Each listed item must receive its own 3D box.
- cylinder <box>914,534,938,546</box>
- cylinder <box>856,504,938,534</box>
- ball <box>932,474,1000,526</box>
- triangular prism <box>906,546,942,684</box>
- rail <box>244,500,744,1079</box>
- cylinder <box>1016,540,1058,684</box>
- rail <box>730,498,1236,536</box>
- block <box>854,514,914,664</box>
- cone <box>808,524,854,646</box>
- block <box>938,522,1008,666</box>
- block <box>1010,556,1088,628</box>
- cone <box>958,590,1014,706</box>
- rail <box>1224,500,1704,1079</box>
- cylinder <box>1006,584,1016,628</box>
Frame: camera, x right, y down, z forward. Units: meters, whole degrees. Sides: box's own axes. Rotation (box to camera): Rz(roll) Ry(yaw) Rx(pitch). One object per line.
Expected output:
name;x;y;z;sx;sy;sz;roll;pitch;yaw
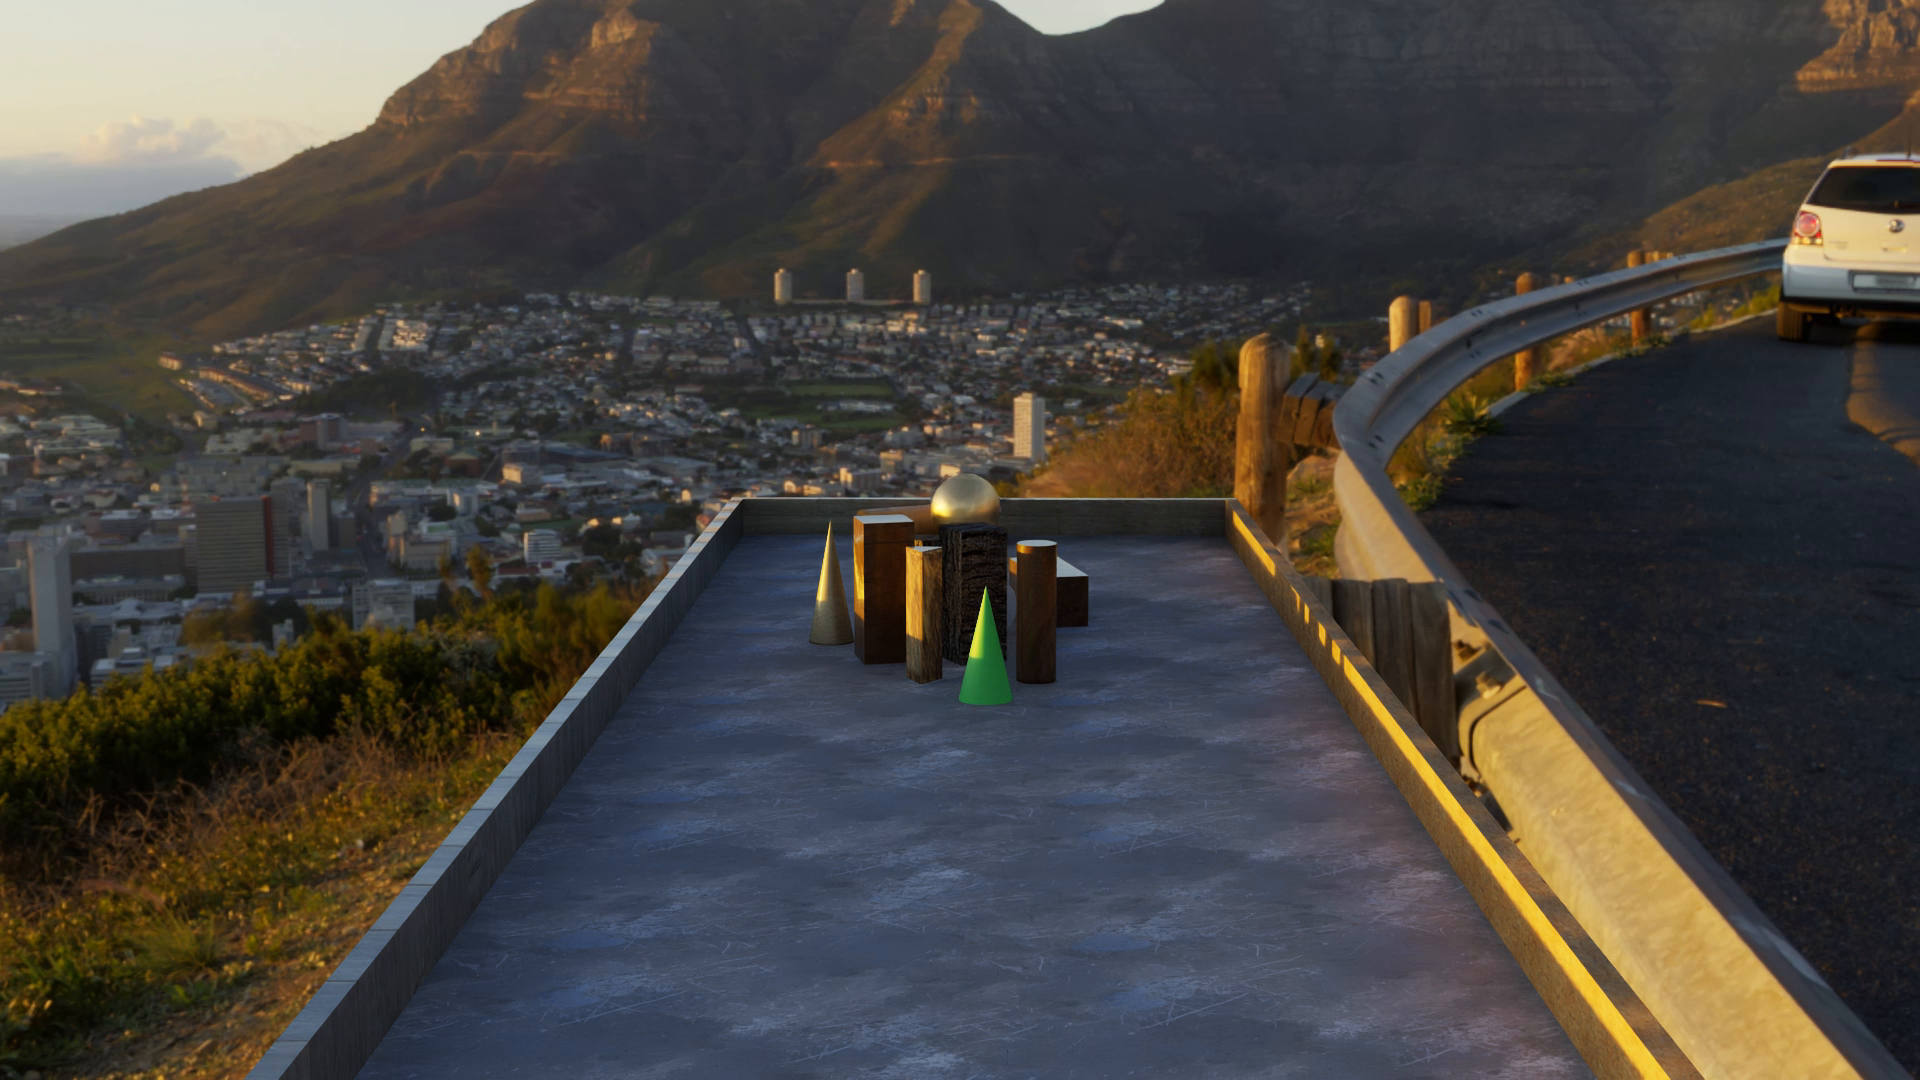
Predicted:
cylinder;-0.108;0.157;6.953;0.126;0.334;0.126;0;9;0
cylinder;-0.257;-0.067;8.994;0.318;0.137;0.137;-5;10;-27
ball;0.025;-0.130;8.928;0.282;0.282;0.282;0;9;0
triangular prism;-0.119;0.215;6.408;0.090;0.389;0.103;6;11;34
rail;-1.004;0.839;3.234;0.050;0.150;12.000;0;9;1
cylinder;0.223;0.209;6.397;0.116;0.405;0.116;0;9;0
rail;0.099;-0.098;9.147;2.100;0.150;0.050;0;9;1
block;-0.231;0.149;6.694;0.156;0.431;0.156;-2;9;-14
cone;-0.408;0.129;6.954;0.145;0.388;0.145;0;9;0
block;0.039;0.162;6.692;0.154;0.405;0.154;-4;10;-26
block;0.295;0.172;7.389;0.168;0.168;0.403;-2;9;-12
cone;0.073;0.286;6.163;0.154;0.325;0.154;0;9;0
rail;1.046;0.843;3.208;0.050;0.150;12.000;0;9;1
cylinder;0.013;0.197;7.227;0.170;0.170;0.347;-7;11;-37
